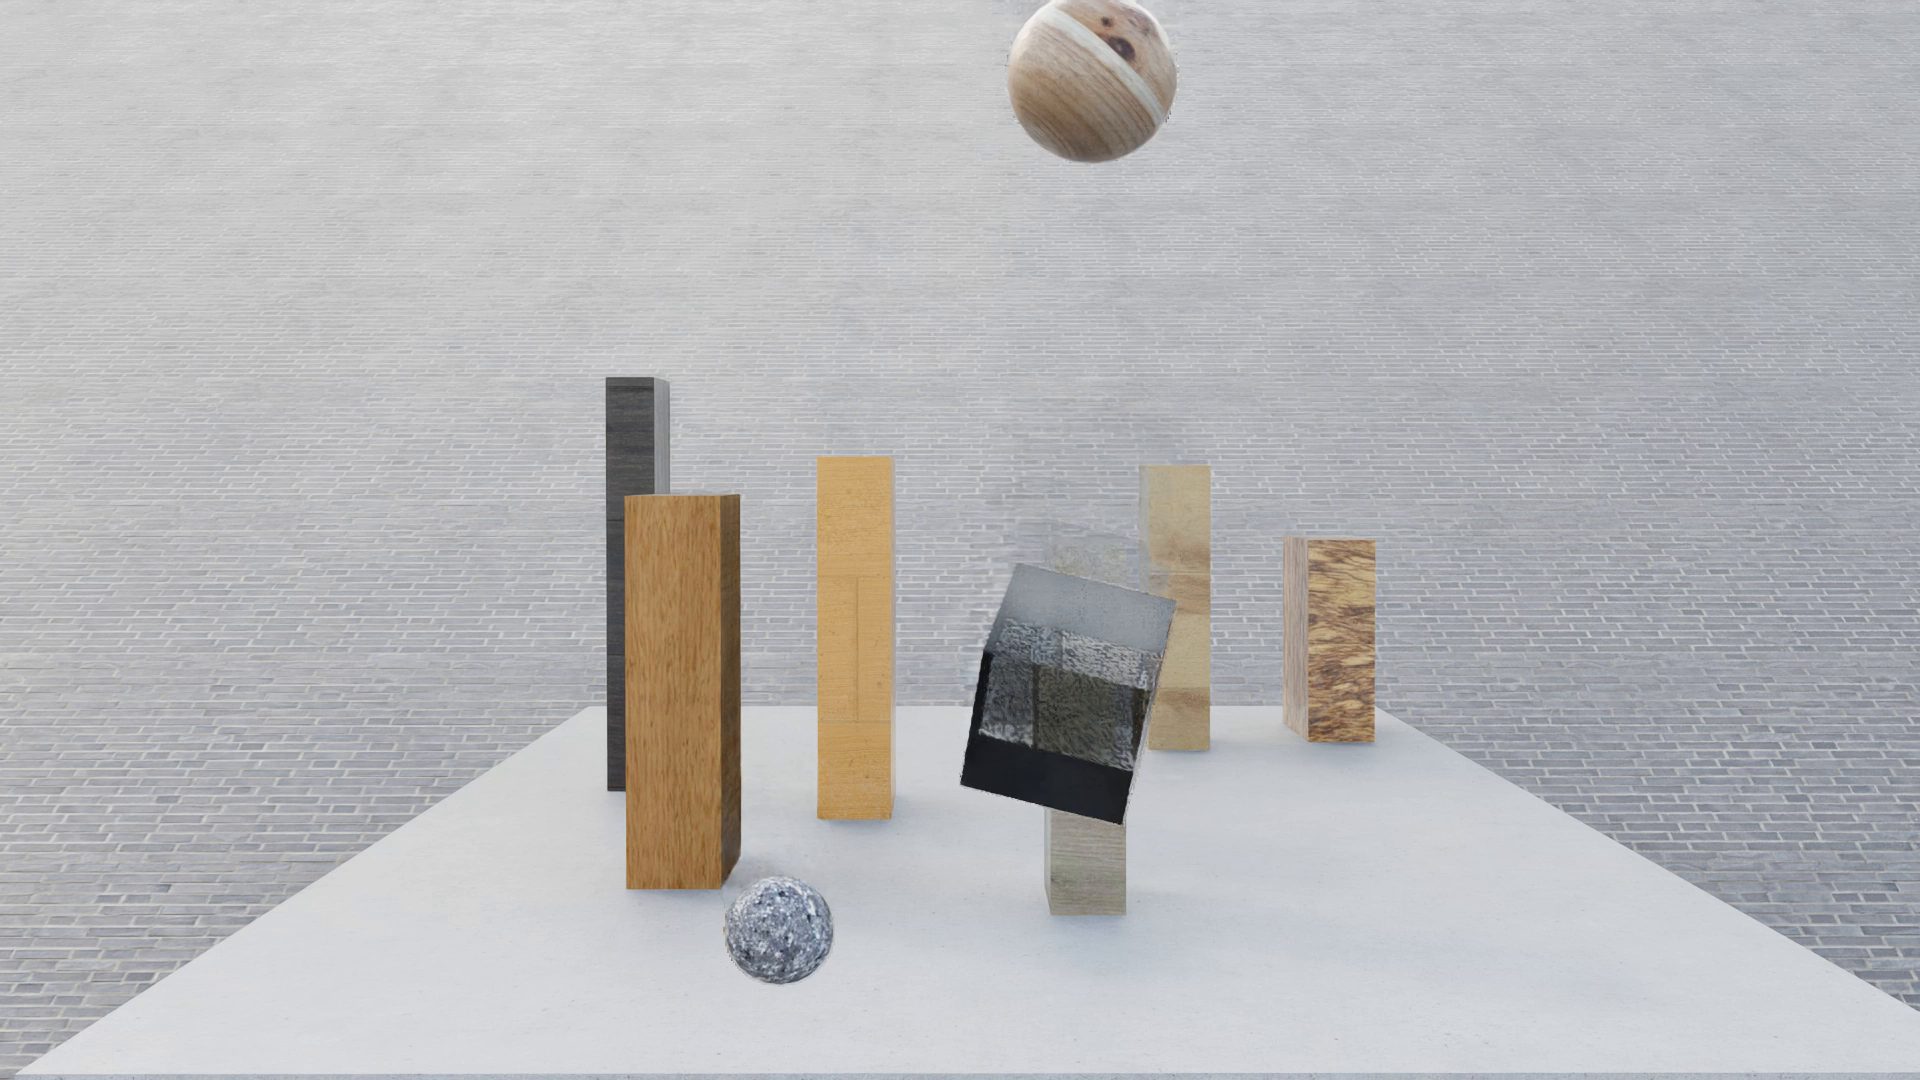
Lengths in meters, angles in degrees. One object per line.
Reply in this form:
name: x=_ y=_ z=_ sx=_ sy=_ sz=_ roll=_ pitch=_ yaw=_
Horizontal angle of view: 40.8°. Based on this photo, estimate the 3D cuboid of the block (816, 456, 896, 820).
block: x=-0.182 y=0.164 z=4.606 sx=0.126 sy=0.623 sz=0.361 roll=0 pitch=2 yaw=0

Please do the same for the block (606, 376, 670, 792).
block: x=-0.614 y=0.080 z=4.940 sx=0.091 sy=0.774 sz=0.261 roll=0 pitch=2 yaw=0

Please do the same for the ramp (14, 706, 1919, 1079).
ramp: x=0.058 y=0.526 z=4.564 sx=2.000 sy=0.100 sz=4.000 roll=0 pitch=2 yaw=0

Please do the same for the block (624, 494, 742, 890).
block: x=-0.410 y=0.214 z=3.854 sx=0.136 sy=0.563 sz=0.342 roll=0 pitch=2 yaw=0

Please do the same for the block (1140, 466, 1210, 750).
block: x=0.470 y=0.141 z=5.668 sx=0.131 sy=0.610 sz=0.295 roll=0 pitch=2 yaw=0

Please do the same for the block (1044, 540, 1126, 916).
block: x=0.173 y=0.253 z=3.600 sx=0.102 sy=0.498 sz=0.267 roll=0 pitch=2 yaw=0

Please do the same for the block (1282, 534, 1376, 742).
block: x=0.841 y=0.217 z=5.908 sx=0.147 sy=0.446 sz=0.448 roll=0 pitch=2 yaw=0

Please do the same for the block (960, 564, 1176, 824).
block: x=0.117 y=0.164 z=2.775 sx=0.178 sy=0.178 sz=0.178 roll=13 pitch=33 yaw=6

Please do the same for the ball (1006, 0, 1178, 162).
ball: x=0.124 y=-0.436 z=2.428 sx=0.160 sy=0.160 sz=0.160 roll=0 pitch=26 yaw=0

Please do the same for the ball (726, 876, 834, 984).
ball: x=-0.199 y=0.430 z=2.848 sx=0.119 sy=0.119 sz=0.119 roll=0 pitch=26 yaw=0
